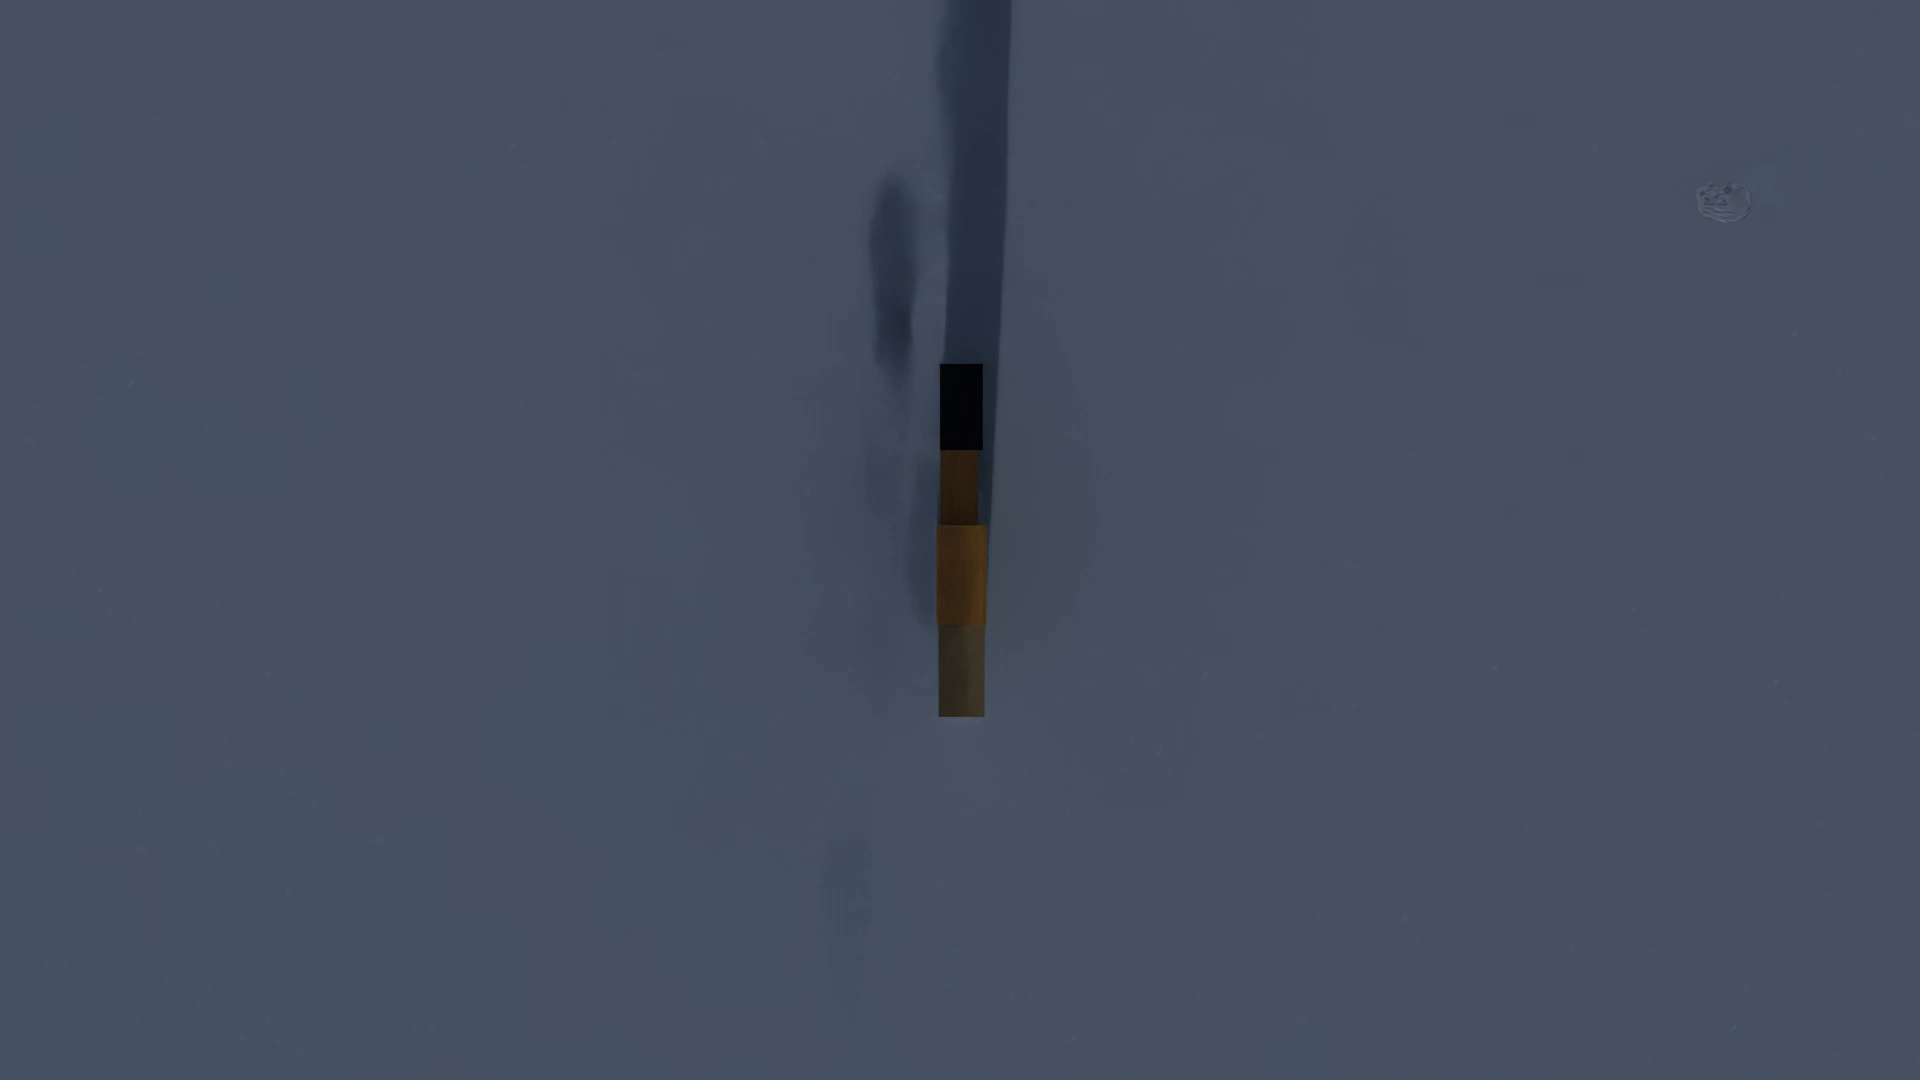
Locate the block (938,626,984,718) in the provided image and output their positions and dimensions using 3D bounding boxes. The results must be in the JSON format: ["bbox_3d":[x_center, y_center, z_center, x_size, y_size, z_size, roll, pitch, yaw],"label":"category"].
[{"bbox_3d":[0.005,0.395,4.996,0.140,0.040,0.279,0,90,0],"label":"block"}]

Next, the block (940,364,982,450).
[{"bbox_3d":[0.004,-0.403,5.020,0.131,0.037,0.262,0,90,0],"label":"block"}]

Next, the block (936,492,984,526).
[{"bbox_3d":[0.000,-0.003,5.182,0.148,0.042,0.297,0,90,0],"label":"block"}]

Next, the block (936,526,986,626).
[{"bbox_3d":[0.004,0.104,4.847,0.147,0.042,0.293,0,90,0],"label":"block"}]

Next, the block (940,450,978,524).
[{"bbox_3d":[-0.002,-0.158,4.926,0.110,0.031,0.220,0,90,0],"label":"block"}]
